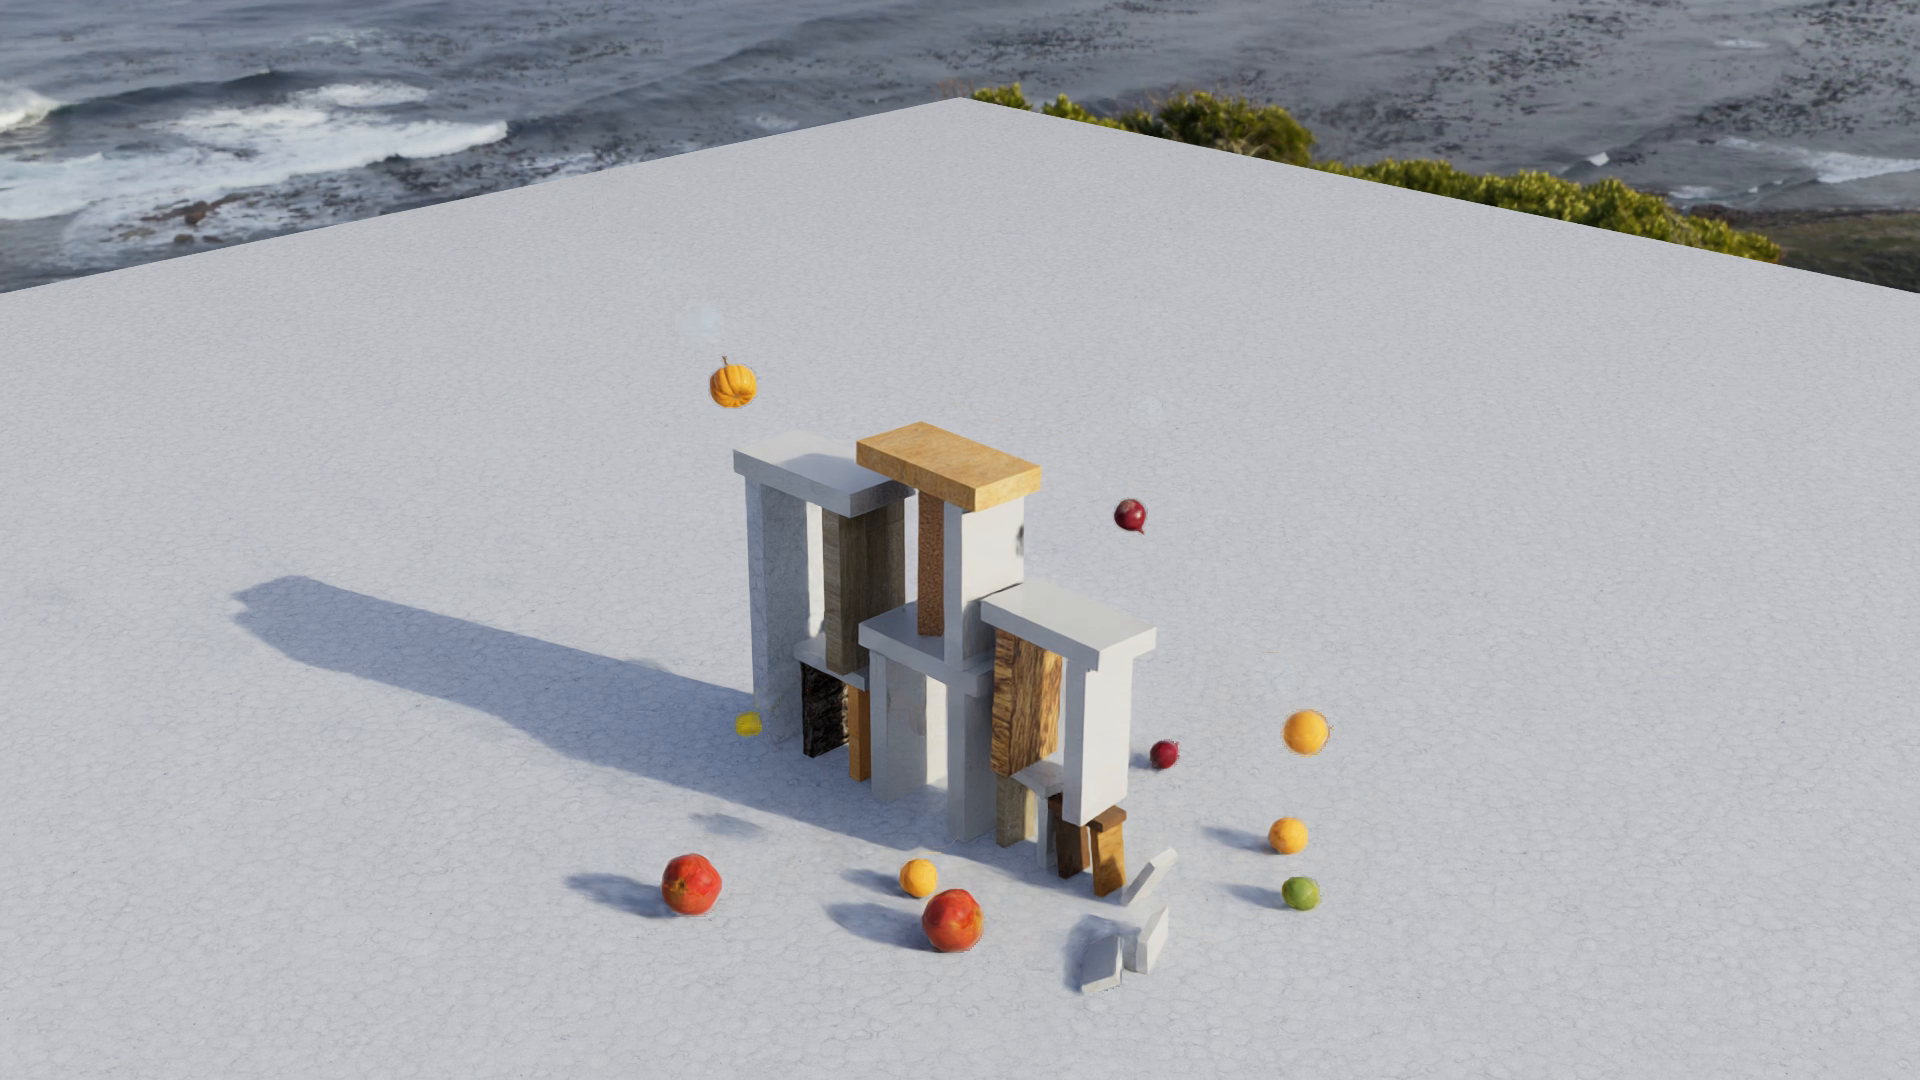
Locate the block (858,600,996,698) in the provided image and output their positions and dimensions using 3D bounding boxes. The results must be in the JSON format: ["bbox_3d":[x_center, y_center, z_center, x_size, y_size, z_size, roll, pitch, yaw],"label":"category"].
[{"bbox_3d":[-0.027,0.211,4.350,0.167,0.047,0.333,-21,31,-40],"label":"block"}]

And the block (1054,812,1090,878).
[{"bbox_3d":[0.215,0.574,4.228,0.069,0.139,0.020,-21,24,-41],"label":"block"}]

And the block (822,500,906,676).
[{"bbox_3d":[-0.193,0.081,4.474,0.178,0.356,0.050,-21,31,-40],"label":"block"}]

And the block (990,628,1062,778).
[{"bbox_3d":[0.130,0.288,4.219,0.043,0.304,0.152,21,30,37],"label":"block"}]

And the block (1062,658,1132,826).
[{"bbox_3d":[0.256,0.354,4.096,0.043,0.329,0.152,17,28,35],"label":"block"}]

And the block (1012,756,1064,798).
[{"bbox_3d":[0.146,0.447,4.264,0.080,0.023,0.160,-15,27,-34],"label":"block"}]

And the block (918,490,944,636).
[{"bbox_3d":[-0.045,0.002,4.351,0.048,0.338,0.169,4,23,8],"label":"block"}]

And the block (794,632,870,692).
[{"bbox_3d":[-0.233,0.249,4.575,0.109,0.031,0.219,-21,31,-41],"label":"block"}]

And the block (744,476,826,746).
[{"bbox_3d":[-0.361,0.130,4.677,0.050,0.606,0.178,21,31,41],"label":"block"}]

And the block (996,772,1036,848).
[{"bbox_3d":[0.110,0.519,4.330,0.080,0.160,0.023,-17,28,-36],"label":"block"}]

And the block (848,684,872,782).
[{"bbox_3d":[-0.180,0.384,4.576,0.109,0.219,0.031,-21,31,-41],"label":"block"}]

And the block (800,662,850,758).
[{"bbox_3d":[-0.284,0.344,4.671,0.109,0.219,0.031,-21,31,-41],"label":"block"}]

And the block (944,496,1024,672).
[{"bbox_3d":[0.046,0.066,4.199,0.048,0.338,0.169,21,30,40],"label":"block"}]

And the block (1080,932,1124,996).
[{"bbox_3d":[0.254,0.755,3.921,0.067,0.019,0.134,-22,18,16],"label":"block"}]

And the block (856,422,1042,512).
[{"bbox_3d":[-0.024,-0.143,4.197,0.169,0.048,0.338,-20,30,-39],"label":"block"}]

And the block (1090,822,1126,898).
[{"bbox_3d":[0.281,0.600,4.168,0.020,0.139,0.069,12,25,43],"label":"block"}]

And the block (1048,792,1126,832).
[{"bbox_3d":[0.240,0.511,4.173,0.139,0.020,0.069,21,30,40],"label":"block"}]

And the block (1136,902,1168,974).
[{"bbox_3d":[0.349,0.720,3.977,0.019,0.067,0.134,6,24,20],"label":"block"}]

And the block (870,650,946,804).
[{"bbox_3d":[-0.106,0.356,4.496,0.047,0.333,0.166,21,31,41],"label":"block"}]

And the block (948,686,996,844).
[{"bbox_3d":[0.051,0.417,4.351,0.167,0.333,0.047,-21,31,-40],"label":"block"}]

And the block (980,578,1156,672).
[{"bbox_3d":[0.199,0.155,4.087,0.152,0.043,0.304,-19,30,-40],"label":"block"}]

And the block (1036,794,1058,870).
[{"bbox_3d":[0.184,0.549,4.260,0.023,0.160,0.080,18,28,36],"label":"block"}]

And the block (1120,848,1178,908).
[{"bbox_3d":[0.353,0.631,4.112,0.067,0.134,0.019,-21,61,-41],"label":"block"}]

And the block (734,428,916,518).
[{"bbox_3d":[-0.278,-0.139,4.472,0.178,0.050,0.356,-21,31,-41],"label":"block"}]
